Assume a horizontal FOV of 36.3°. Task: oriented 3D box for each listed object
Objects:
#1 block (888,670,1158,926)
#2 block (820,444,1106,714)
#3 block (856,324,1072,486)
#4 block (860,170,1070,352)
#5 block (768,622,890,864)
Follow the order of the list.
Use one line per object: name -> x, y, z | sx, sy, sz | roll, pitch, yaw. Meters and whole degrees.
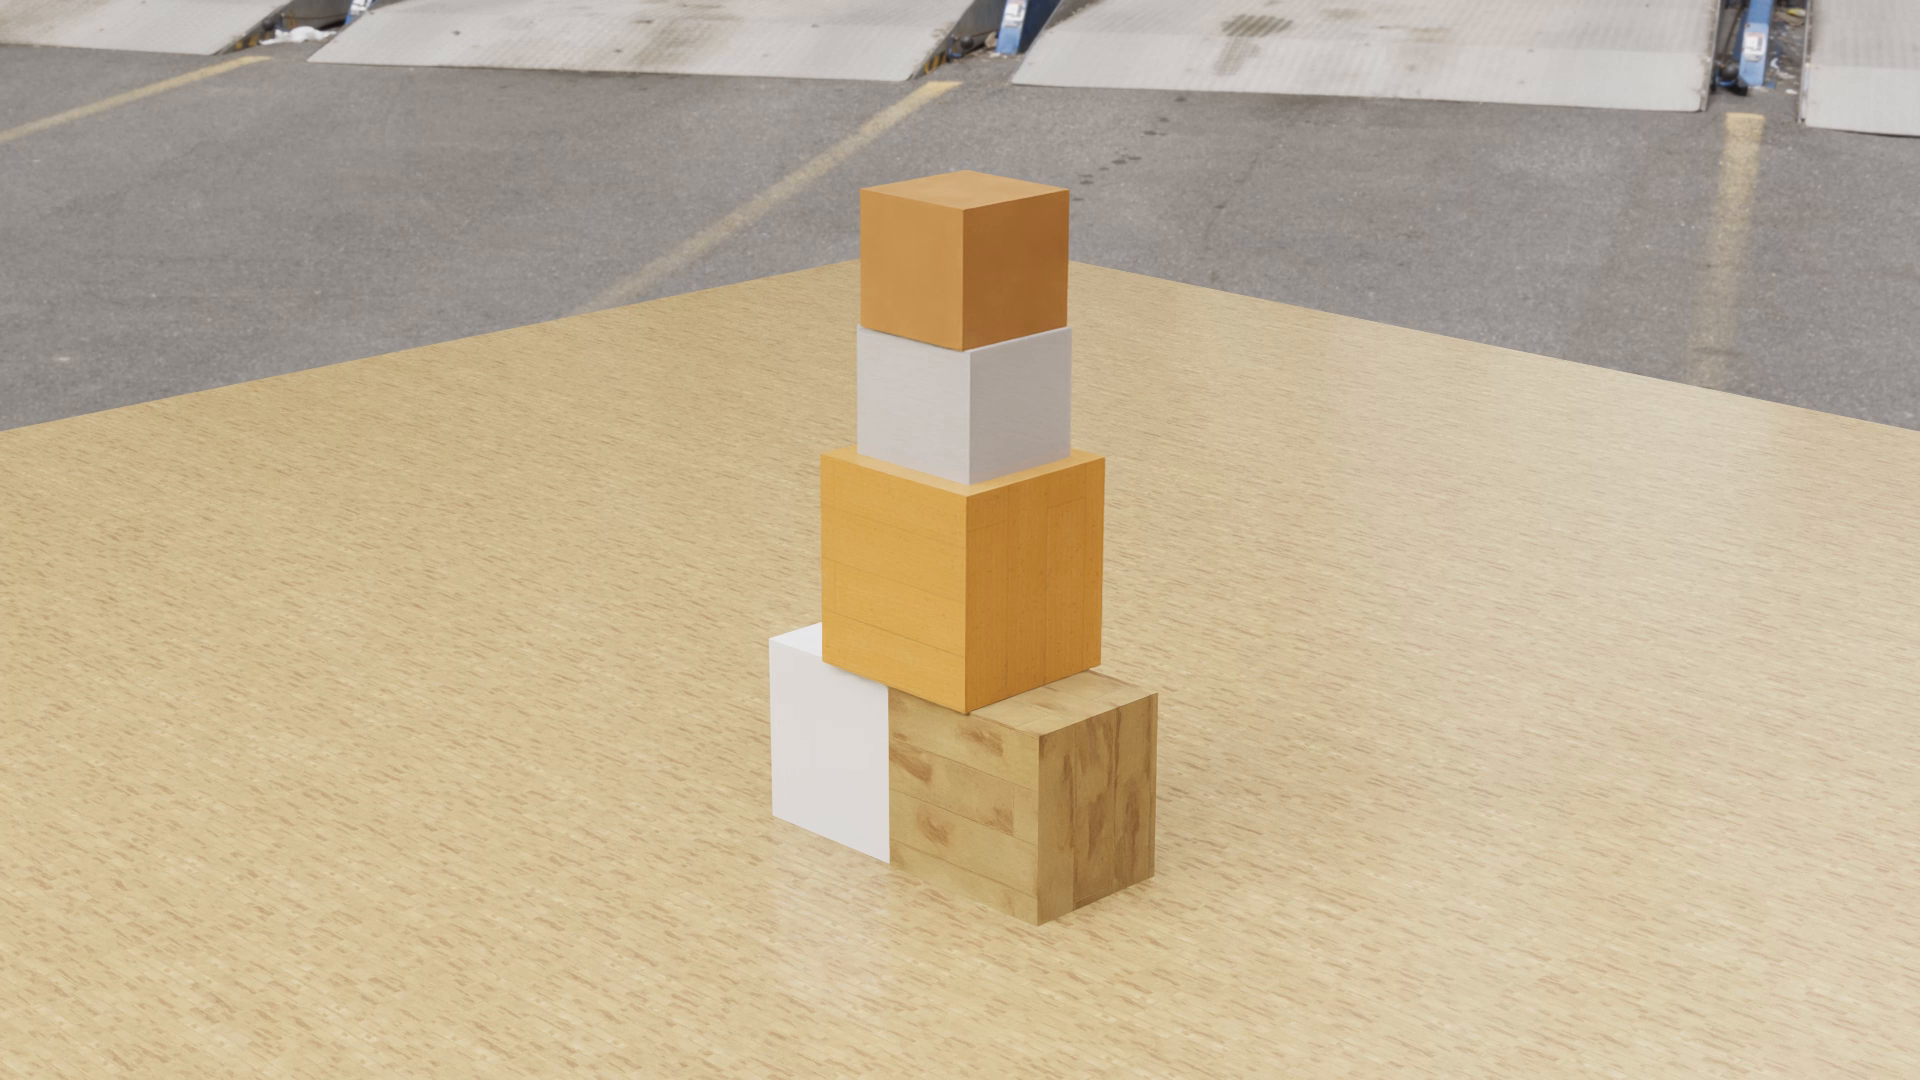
block -> 0.282, 1.094, 13.366 | 0.778, 0.898, 0.943 | -17, 24, -42
block -> 0.009, 0.094, 13.375 | 0.888, 0.998, 0.930 | -17, 24, -42
block -> 0.019, -0.667, 13.136 | 0.645, 0.598, 0.711 | -17, 24, -42
block -> 0.019, -1.244, 12.946 | 0.638, 0.617, 0.660 | 17, 24, 42
block -> -0.327, 0.897, 13.987 | 0.809, 0.902, 0.820 | -17, 24, -42
